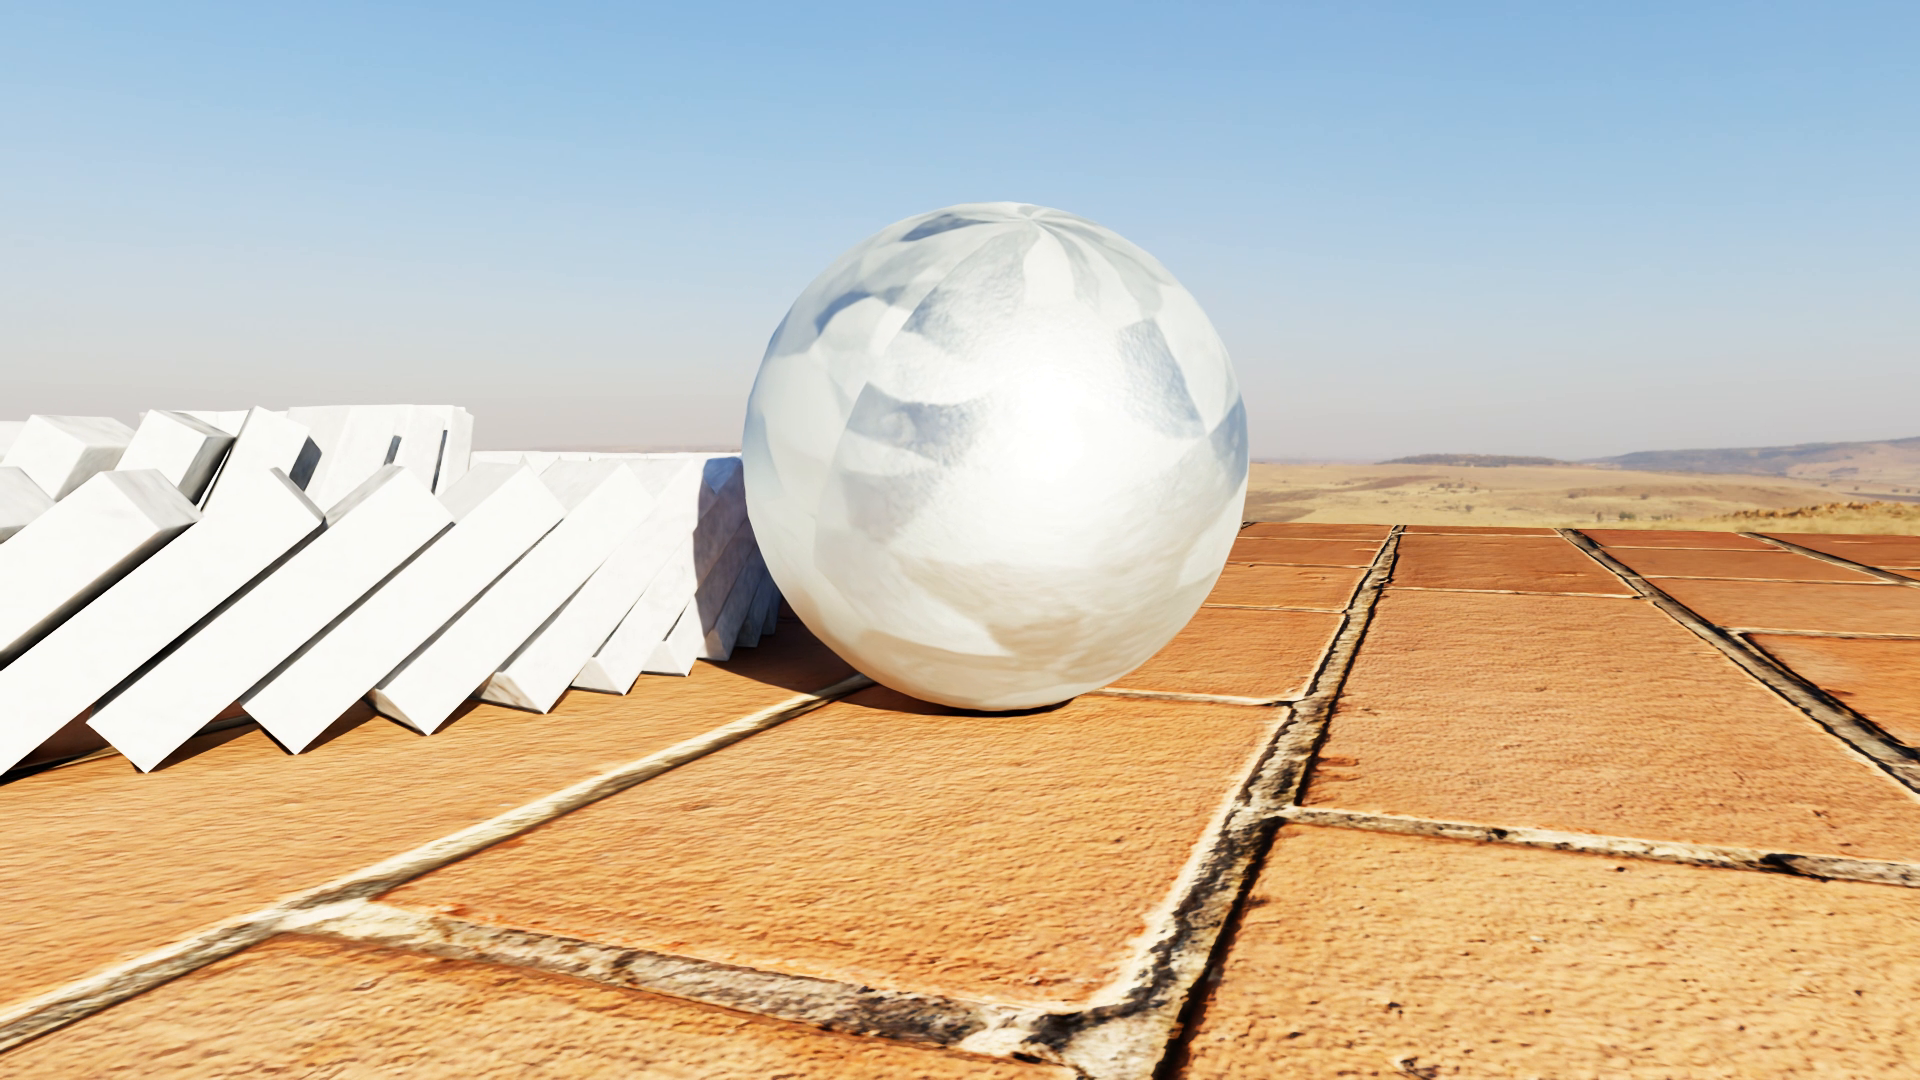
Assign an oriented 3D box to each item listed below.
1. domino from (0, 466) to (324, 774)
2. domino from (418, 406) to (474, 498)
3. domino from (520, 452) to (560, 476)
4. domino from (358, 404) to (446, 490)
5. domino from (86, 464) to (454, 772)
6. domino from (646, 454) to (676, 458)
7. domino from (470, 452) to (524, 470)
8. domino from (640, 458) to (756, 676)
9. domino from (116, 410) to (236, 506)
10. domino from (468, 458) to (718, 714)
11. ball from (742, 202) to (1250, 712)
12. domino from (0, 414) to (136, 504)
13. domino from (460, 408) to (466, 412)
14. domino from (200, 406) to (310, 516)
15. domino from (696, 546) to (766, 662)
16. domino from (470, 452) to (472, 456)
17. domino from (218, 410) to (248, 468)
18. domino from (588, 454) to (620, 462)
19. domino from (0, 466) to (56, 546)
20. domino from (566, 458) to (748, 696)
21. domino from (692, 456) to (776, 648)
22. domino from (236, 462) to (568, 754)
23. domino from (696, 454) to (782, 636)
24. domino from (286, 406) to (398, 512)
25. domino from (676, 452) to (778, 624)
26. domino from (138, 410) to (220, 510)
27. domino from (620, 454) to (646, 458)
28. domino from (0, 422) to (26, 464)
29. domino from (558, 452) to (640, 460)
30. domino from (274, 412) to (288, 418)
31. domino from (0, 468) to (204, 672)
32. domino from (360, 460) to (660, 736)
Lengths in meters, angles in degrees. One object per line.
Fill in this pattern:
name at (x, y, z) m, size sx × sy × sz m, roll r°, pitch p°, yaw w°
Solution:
domino at (-0.111, 0.010, 0.174) m, size 0.050 × 0.009 × 0.025 m, roll -43°, pitch 20°, yaw -16°
domino at (-0.122, -0.004, 0.280) m, size 0.025 × 0.050 × 0.009 m, roll 1°, pitch -9°, yaw 8°
domino at (-0.109, -0.006, 0.380) m, size 0.025 × 0.010 × 0.050 m, roll -4°, pitch 47°, yaw -47°
domino at (-0.125, -0.003, 0.266) m, size 0.025 × 0.050 × 0.009 m, roll 2°, pitch -13°, yaw 22°
domino at (-0.097, 0.009, 0.183) m, size 0.050 × 0.009 × 0.025 m, roll -45°, pitch 24°, yaw -19°
domino at (-0.066, -0.002, 0.332) m, size 0.025 × 0.009 × 0.050 m, roll -2°, pitch 45°, yaw -20°
domino at (-0.125, -0.007, 0.386) m, size 0.050 × 0.009 × 0.025 m, roll 47°, pitch 25°, yaw 20°
domino at (-0.056, 0.004, 0.253) m, size 0.025 × 0.010 × 0.050 m, roll 2°, pitch 44°, yaw 19°
domino at (-0.150, 0.001, 0.231) m, size 0.009 × 0.050 × 0.025 m, roll 29°, pitch -5°, yaw -18°
domino at (-0.066, 0.006, 0.221) m, size 0.025 × 0.009 × 0.050 m, roll 3°, pitch 46°, yaw 36°
ball at (0.005, -0.013, 0.206) m, size 0.080 × 0.080 × 0.080 m, roll 0°, pitch 4°, yaw 0°
domino at (-0.164, 0.002, 0.225) m, size 0.009 × 0.050 × 0.025 m, roll 32°, pitch 0°, yaw -8°
domino at (-0.126, -0.005, 0.295) m, size 0.025 × 0.050 × 0.009 m, roll -1°, pitch -7°, yaw -18°
domino at (-0.138, 0.000, 0.239) m, size 0.010 × 0.050 × 0.025 m, roll 27°, pitch -10°, yaw -30°
domino at (-0.054, 0.003, 0.269) m, size 0.025 × 0.009 × 0.050 m, roll 1°, pitch 45°, yaw 14°
domino at (-0.142, -0.007, 0.389) m, size 0.050 × 0.009 × 0.025 m, roll 43°, pitch 16°, yaw 12°
domino at (-0.176, -0.007, 0.318) m, size 0.009 × 0.050 × 0.025 m, roll -7°, pitch 7°, yaw -31°
domino at (-0.085, -0.004, 0.358) m, size 0.025 × 0.009 × 0.050 m, roll -3°, pitch 46°, yaw -34°
domino at (-0.140, 0.011, 0.159) m, size 0.050 × 0.009 × 0.025 m, roll -41°, pitch 11°, yaw -6°
domino at (-0.060, 0.005, 0.236) m, size 0.025 × 0.009 × 0.050 m, roll 2°, pitch 45°, yaw 29°
domino at (-0.052, 0.001, 0.285) m, size 0.025 × 0.009 × 0.050 m, roll 1°, pitch 45°, yaw 8°
domino at (-0.085, 0.008, 0.194) m, size 0.050 × 0.009 × 0.025 m, roll -47°, pitch 28°, yaw -23°
domino at (-0.053, 0.000, 0.301) m, size 0.025 × 0.009 × 0.050 m, roll 1°, pitch 45°, yaw 2°
domino at (-0.130, -0.001, 0.252) m, size 0.025 × 0.050 × 0.009 m, roll 3°, pitch -17°, yaw 37°
domino at (-0.058, -0.001, 0.317) m, size 0.025 × 0.009 × 0.050 m, roll 0°, pitch 45°, yaw -9°
domino at (-0.186, -0.005, 0.307) m, size 0.025 × 0.050 × 0.009 m, roll 4°, pitch 6°, yaw 42°
domino at (-0.075, -0.003, 0.346) m, size 0.025 × 0.009 × 0.050 m, roll -2°, pitch 45°, yaw -27°
domino at (-0.179, 0.003, 0.221) m, size 0.009 × 0.050 × 0.025 m, roll 35°, pitch 8°, yaw 4°
domino at (-0.096, -0.005, 0.370) m, size 0.025 × 0.009 × 0.050 m, roll -3°, pitch 46°, yaw -40°
domino at (-0.160, -0.007, 0.321) m, size 0.009 × 0.050 × 0.025 m, roll -3°, pitch 4°, yaw 5°
domino at (-0.125, 0.011, 0.166) m, size 0.050 × 0.010 × 0.025 m, roll -42°, pitch 15°, yaw -11°
domino at (-0.074, 0.007, 0.206) m, size 0.025 × 0.010 × 0.050 m, roll 5°, pitch 47°, yaw 47°
